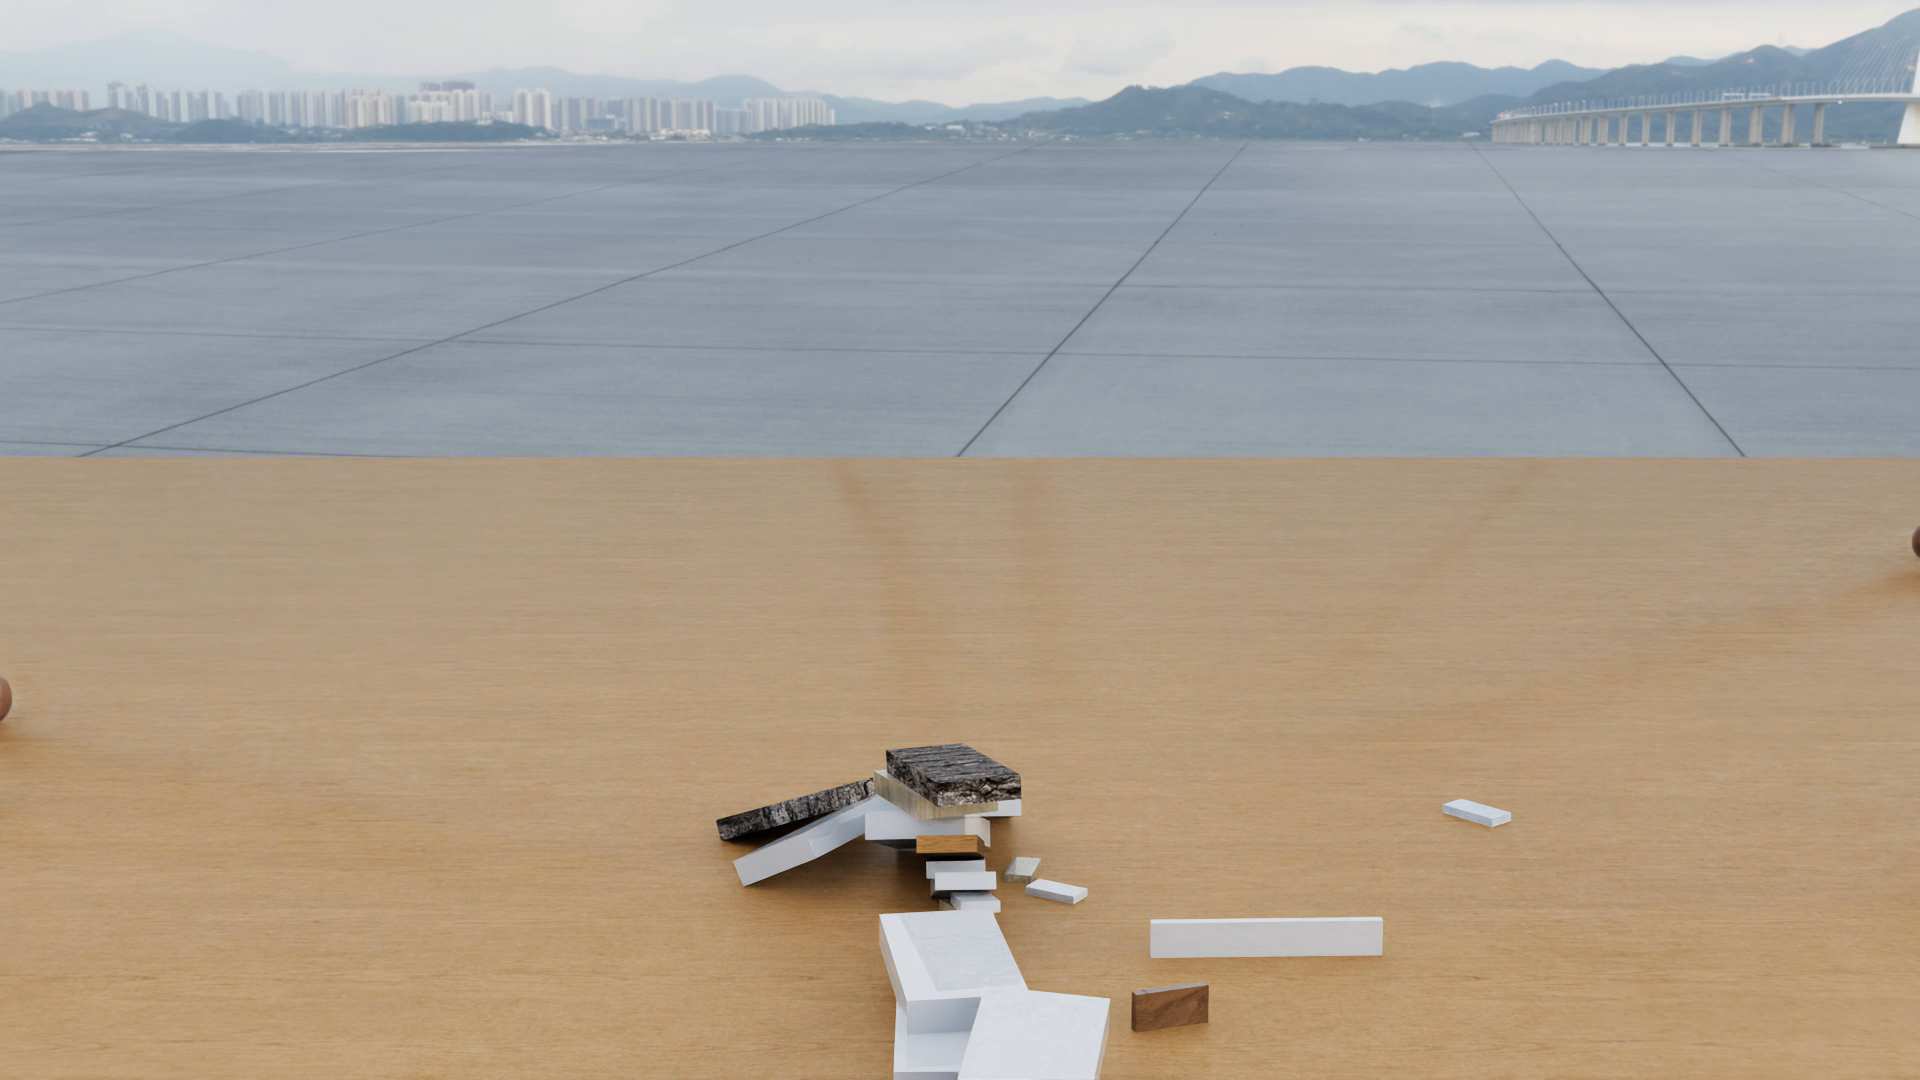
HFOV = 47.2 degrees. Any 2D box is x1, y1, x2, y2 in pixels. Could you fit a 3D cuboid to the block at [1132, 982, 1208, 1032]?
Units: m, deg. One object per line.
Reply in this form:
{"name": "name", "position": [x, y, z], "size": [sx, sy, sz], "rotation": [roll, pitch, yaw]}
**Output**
{"name": "block", "position": [0.298, 0.663, 3.123], "size": [0.113, 0.056, 0.016], "rotation": [-4, 11, -19]}

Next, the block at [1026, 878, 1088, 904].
{"name": "block", "position": [0.160, 0.585, 3.661], "size": [0.093, 0.013, 0.046], "rotation": [7, 12, 32]}

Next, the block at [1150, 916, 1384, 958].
{"name": "block", "position": [0.472, 0.613, 3.391], "size": [0.358, 0.056, 0.016], "rotation": [0, 11, -2]}

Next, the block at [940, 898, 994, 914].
{"name": "block", "position": [0.010, 0.592, 3.530], "size": [0.062, 0.017, 0.123], "rotation": [1, -3, -13]}

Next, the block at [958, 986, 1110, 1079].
{"name": "block", "position": [0.087, 0.690, 2.800], "size": [0.169, 0.048, 0.338], "rotation": [4, 22, 9]}

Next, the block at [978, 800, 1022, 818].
{"name": "block", "position": [0.017, 0.470, 3.914], "size": [0.164, 0.046, 0.328], "rotation": [0, -8, -2]}

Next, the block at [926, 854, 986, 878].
{"name": "block", "position": [-0.006, 0.546, 3.693], "size": [0.096, 0.027, 0.193], "rotation": [-1, -4, 0]}

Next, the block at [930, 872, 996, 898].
{"name": "block", "position": [0.004, 0.559, 3.562], "size": [0.096, 0.027, 0.193], "rotation": [-1, -13, -3]}

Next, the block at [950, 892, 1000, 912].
{"name": "block", "position": [0.024, 0.572, 3.470], "size": [0.062, 0.017, 0.123], "rotation": [0, -3, -8]}

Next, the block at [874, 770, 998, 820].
{"name": "block", "position": [-0.043, 0.414, 3.634], "size": [0.134, 0.038, 0.268], "rotation": [-4, 4, -17]}

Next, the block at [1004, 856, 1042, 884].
{"name": "block", "position": [0.108, 0.565, 3.767], "size": [0.046, 0.013, 0.093], "rotation": [2, 11, 12]}

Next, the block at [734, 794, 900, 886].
{"name": "block", "position": [-0.230, 0.507, 3.802], "size": [0.164, 0.046, 0.328], "rotation": [-25, -4, 31]}

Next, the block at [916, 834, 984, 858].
{"name": "block", "position": [-0.014, 0.499, 3.572], "size": [0.096, 0.027, 0.193], "rotation": [-2, -11, 4]}

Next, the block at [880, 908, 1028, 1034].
{"name": "block", "position": [-0.013, 0.613, 3.150], "size": [0.169, 0.048, 0.338], "rotation": [-2, 11, -8]}

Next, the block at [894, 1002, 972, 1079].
{"name": "block", "position": [-0.004, 0.684, 3.031], "size": [0.169, 0.048, 0.338], "rotation": [0, 11, -1]}

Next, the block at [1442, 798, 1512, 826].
{"name": "block", "position": [0.958, 0.506, 4.079], "size": [0.056, 0.016, 0.112], "rotation": [-9, 14, -39]}

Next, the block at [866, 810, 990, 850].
{"name": "block", "position": [-0.050, 0.492, 3.728], "size": [0.164, 0.046, 0.328], "rotation": [-2, -11, 8]}

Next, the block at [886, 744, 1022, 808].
{"name": "block", "position": [-0.015, 0.379, 3.567], "size": [0.134, 0.038, 0.347], "rotation": [-4, 4, -15]}

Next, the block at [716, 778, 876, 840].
{"name": "block", "position": [-0.294, 0.487, 3.989], "size": [0.268, 0.038, 0.134], "rotation": [-10, -7, -43]}
